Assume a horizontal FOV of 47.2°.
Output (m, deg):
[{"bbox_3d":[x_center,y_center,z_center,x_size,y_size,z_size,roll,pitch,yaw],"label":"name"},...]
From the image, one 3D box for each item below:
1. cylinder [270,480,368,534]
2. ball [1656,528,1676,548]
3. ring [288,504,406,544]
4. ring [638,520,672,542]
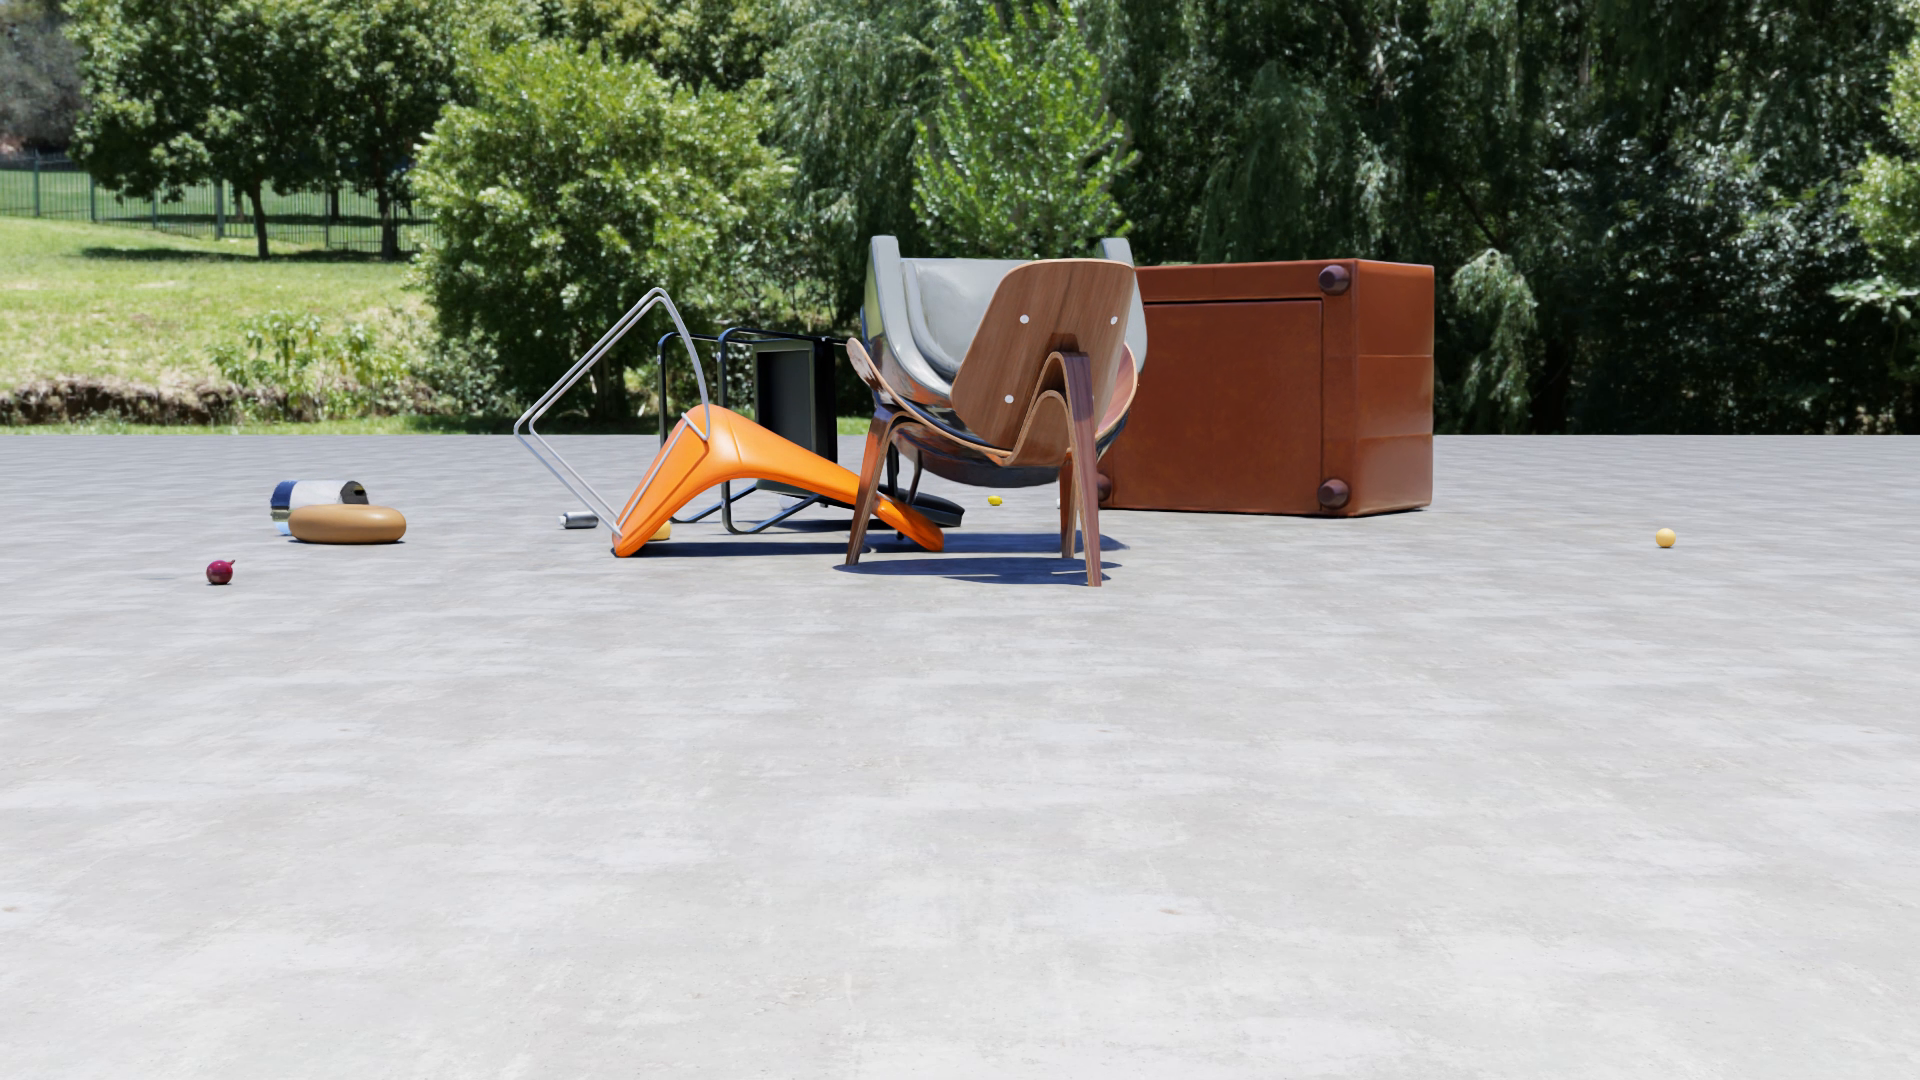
[{"bbox_3d":[-1.969,-0.100,6.764,0.230,0.169,0.178,1,-9,17],"label":"cylinder"},{"bbox_3d":[1.997,-0.005,6.223,0.055,0.055,0.055,0,4,0],"label":"ball"},{"bbox_3d":[-1.803,-0.046,6.468,0.413,0.104,0.266,3,6,33],"label":"ring"},{"bbox_3d":[-0.913,-0.029,6.564,0.095,0.057,0.213,-2,3,3],"label":"ring"}]
